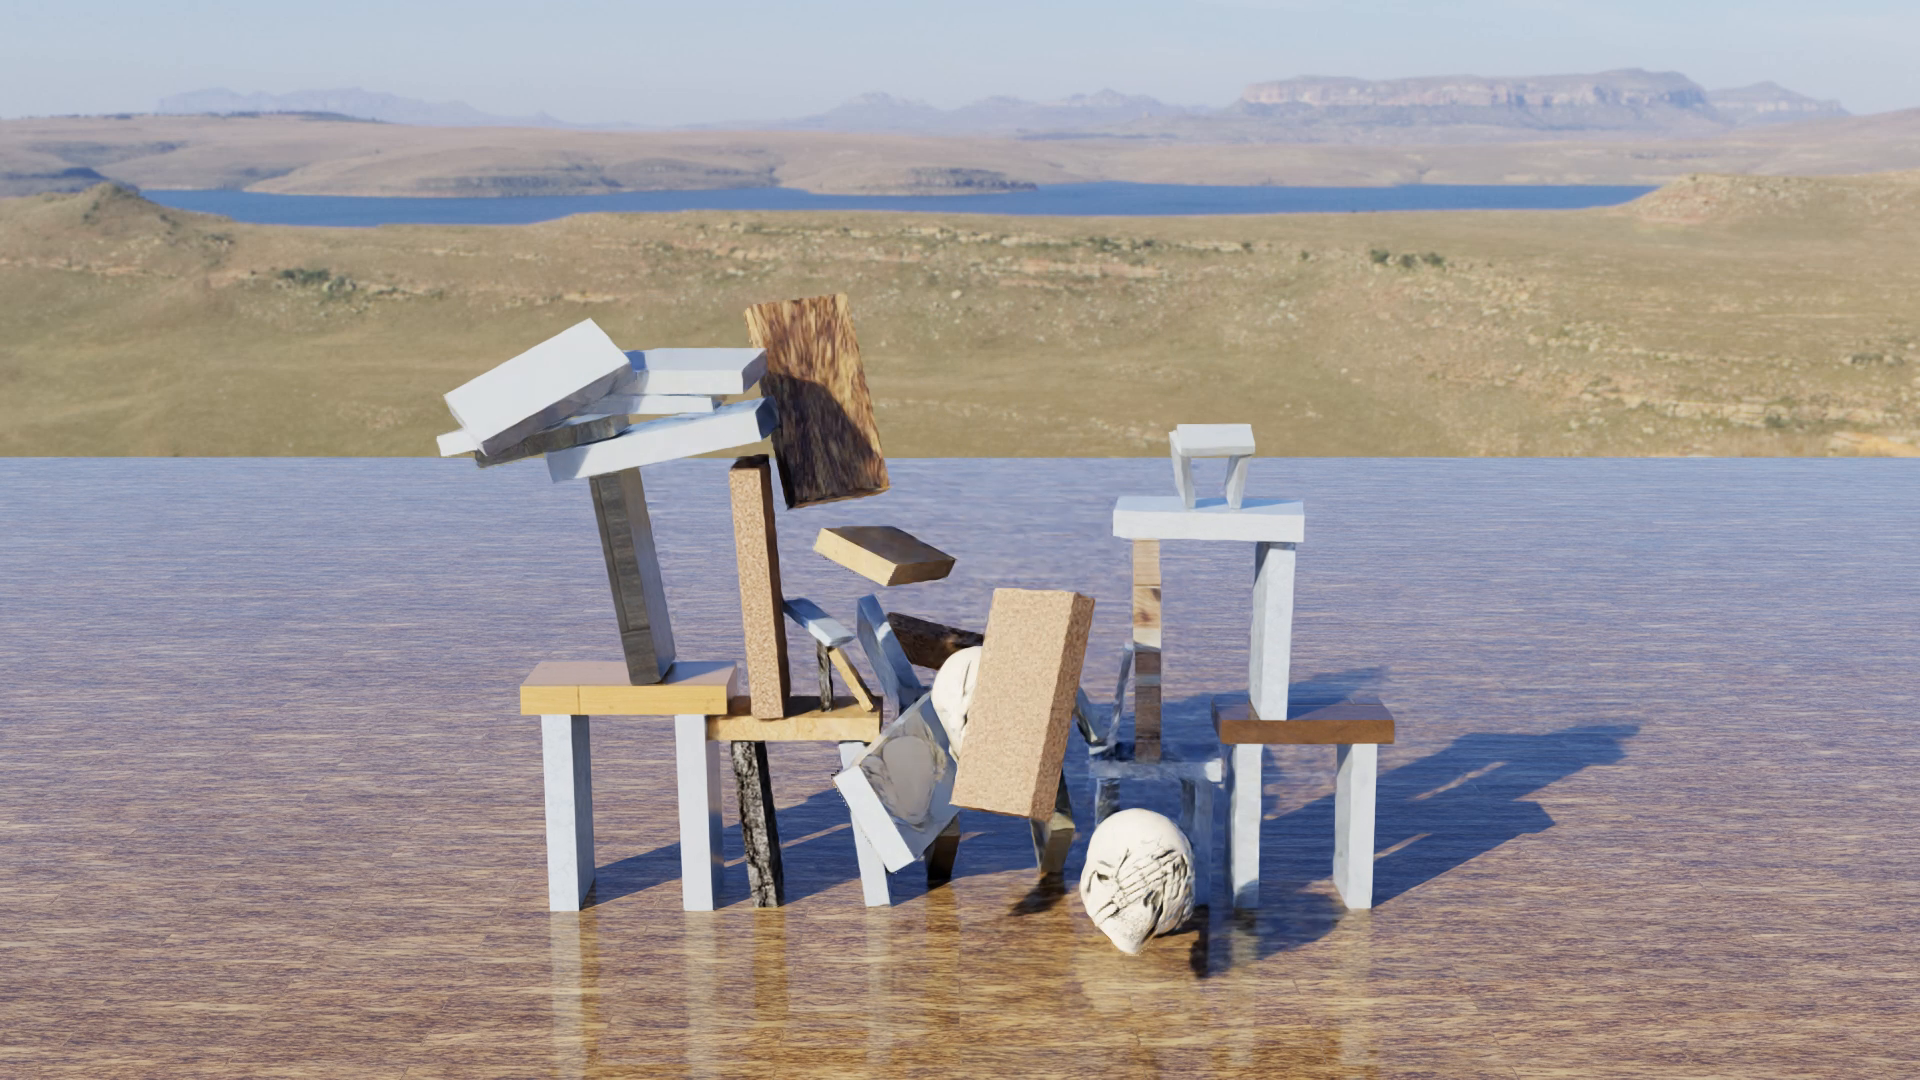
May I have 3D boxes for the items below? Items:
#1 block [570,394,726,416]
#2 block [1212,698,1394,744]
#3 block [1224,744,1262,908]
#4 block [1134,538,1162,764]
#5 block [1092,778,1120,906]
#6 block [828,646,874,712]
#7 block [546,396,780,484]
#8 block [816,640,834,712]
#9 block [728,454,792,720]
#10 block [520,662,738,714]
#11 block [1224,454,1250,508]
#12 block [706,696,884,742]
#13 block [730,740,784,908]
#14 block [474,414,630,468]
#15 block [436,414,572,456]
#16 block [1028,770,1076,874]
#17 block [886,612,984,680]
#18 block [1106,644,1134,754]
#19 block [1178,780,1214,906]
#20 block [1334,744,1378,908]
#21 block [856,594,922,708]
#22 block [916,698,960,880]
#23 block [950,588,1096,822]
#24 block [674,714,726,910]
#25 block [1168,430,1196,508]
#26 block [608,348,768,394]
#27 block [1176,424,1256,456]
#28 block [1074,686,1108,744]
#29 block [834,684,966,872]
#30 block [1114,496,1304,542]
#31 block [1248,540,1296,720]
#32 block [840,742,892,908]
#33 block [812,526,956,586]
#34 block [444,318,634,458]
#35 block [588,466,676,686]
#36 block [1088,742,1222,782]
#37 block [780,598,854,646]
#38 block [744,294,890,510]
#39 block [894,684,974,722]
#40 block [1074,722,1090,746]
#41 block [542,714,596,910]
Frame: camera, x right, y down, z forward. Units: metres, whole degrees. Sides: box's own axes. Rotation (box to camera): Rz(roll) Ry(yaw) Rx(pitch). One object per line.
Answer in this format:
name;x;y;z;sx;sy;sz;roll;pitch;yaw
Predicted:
block;-0.497;-0.228;3.518;0.228;0.032;0.114;-1;14;6
block;0.561;0.296;3.613;0.279;0.040;0.140;0;11;0
block;0.468;0.453;3.643;0.040;0.279;0.140;0;11;0
block;0.305;0.166;3.586;0.042;0.372;0.149;0;10;5
block;0.241;0.485;3.645;0.030;0.214;0.107;2;11;0
block;-0.177;0.223;3.597;0.016;0.115;0.058;-31;9;5
block;-0.473;-0.162;3.525;0.344;0.049;0.172;-11;11;8
block;-0.220;0.218;3.602;0.016;0.115;0.058;-3;11;0
block;-0.325;0.073;3.585;0.049;0.403;0.172;-4;10;1
block;-0.539;0.242;3.603;0.330;0.047;0.165;0;11;0
block;0.439;-0.112;3.482;0.016;0.115;0.058;-1;41;-6
block;-0.268;0.293;3.621;0.278;0.039;0.139;0;10;1
block;-0.335;0.451;3.646;0.039;0.278;0.139;-7;10;1
block;-0.653;-0.165;3.526;0.228;0.032;0.114;-13;10;6
block;-0.730;-0.181;3.533;0.114;0.032;0.228;-11;10;19
block;0.144;0.419;3.807;0.040;0.140;0.279;-2;51;-11
block;-0.029;0.205;4.144;0.228;0.114;0.032;14;57;8
block;0.263;0.261;3.614;0.015;0.177;0.051;11;12;5
block;0.390;0.485;3.647;0.030;0.214;0.107;0;11;-6
block;0.654;0.453;3.643;0.040;0.279;0.140;0;11;0
block;-0.128;0.220;3.973;0.032;0.114;0.228;-17;54;-16
block;-0.046;0.425;3.772;0.040;0.140;0.279;-2;51;-11
block;0.094;0.245;3.316;0.048;0.338;0.169;21;-13;-42
block;-0.429;0.427;3.638;0.047;0.330;0.165;-1;11;1
block;0.352;-0.112;3.481;0.016;0.115;0.058;-16;43;-3
block;-0.451;-0.269;3.502;0.262;0.037;0.131;1;20;13
block;0.399;-0.157;3.432;0.115;0.016;0.058;-1;41;-3
block;0.209;0.290;3.670;0.015;0.103;0.051;-35;-18;21
block;-0.066;0.374;3.516;0.048;0.169;0.419;-30;3;22
block;0.401;-0.035;3.536;0.298;0.042;0.149;2;11;7
block;0.508;0.130;3.583;0.042;0.298;0.149;1;11;0
block;-0.155;0.451;3.646;0.039;0.278;0.139;-8;10;2
block;-0.117;0.023;3.622;0.131;0.037;0.453;27;6;10
block;-0.653;-0.238;3.419;0.262;0.037;0.131;-31;53;-18
block;-0.530;0.047;3.571;0.049;0.344;0.172;-9;11;3
block;0.320;0.365;3.622;0.214;0.030;0.107;1;11;4
block;-0.234;0.134;3.596;0.115;0.016;0.058;36;23;29
block;-0.238;-0.232;3.655;0.169;0.338;0.048;-10;-6;-26
block;0.024;0.312;3.905;0.279;0.139;0.040;-3;51;-9
block;0.232;0.336;3.881;0.015;0.051;0.103;-30;-4;-13
block;-0.647;0.427;3.639;0.047;0.330;0.165;0;11;0
